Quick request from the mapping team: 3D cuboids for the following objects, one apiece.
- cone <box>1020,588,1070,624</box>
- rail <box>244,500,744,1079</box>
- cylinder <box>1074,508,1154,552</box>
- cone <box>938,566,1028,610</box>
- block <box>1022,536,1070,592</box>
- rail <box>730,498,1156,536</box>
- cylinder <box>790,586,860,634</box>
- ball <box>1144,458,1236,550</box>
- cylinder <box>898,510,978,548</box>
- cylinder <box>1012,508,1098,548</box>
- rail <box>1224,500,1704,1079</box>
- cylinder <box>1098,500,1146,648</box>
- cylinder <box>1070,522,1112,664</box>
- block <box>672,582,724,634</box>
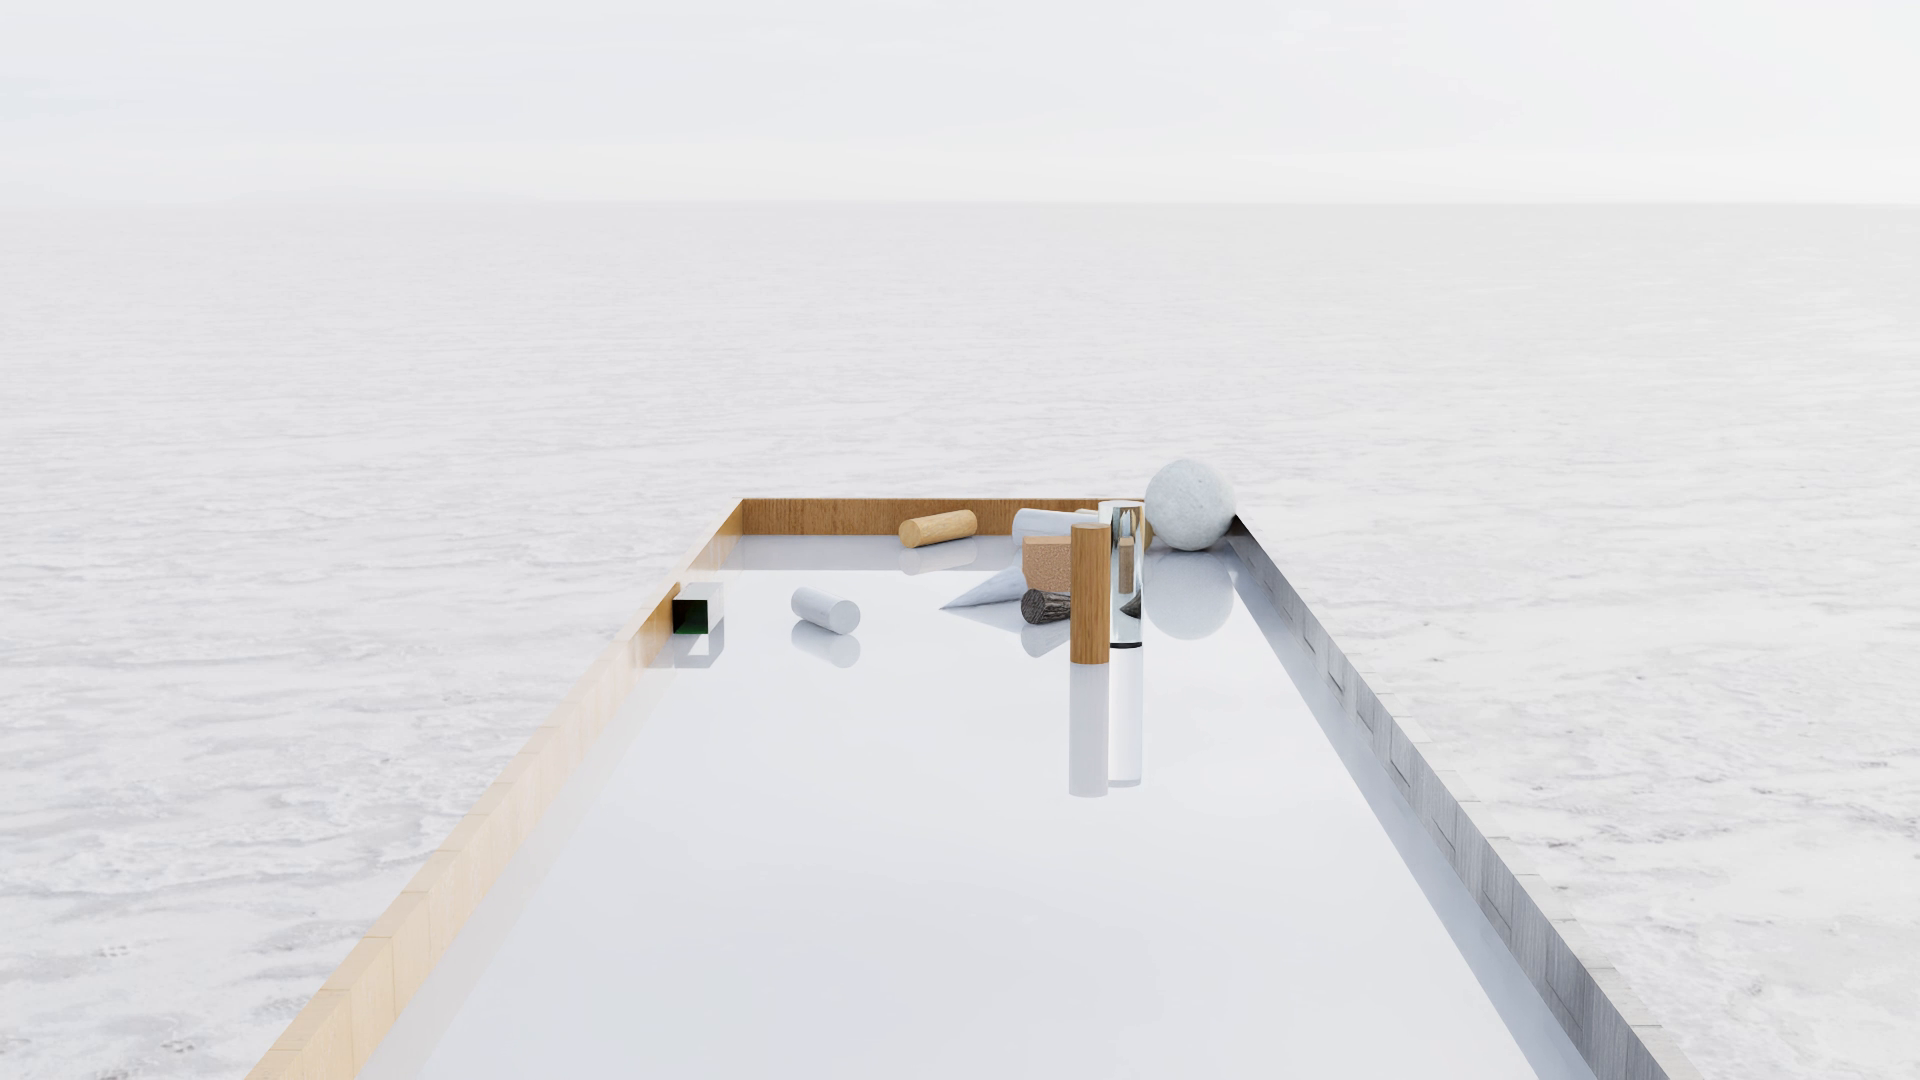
[{"bbox_3d":[0.409,0.224,7.411,0.458,0.116,0.116,2,6,-43],"label":"cone"},{"bbox_3d":[-1.004,0.839,3.234,0.050,0.150,12.000,0,9,1],"label":"rail"},{"bbox_3d":[0.601,-0.037,8.799,0.138,0.138,0.351,-7,11,-38],"label":"cylinder"},{"bbox_3d":[0.060,0.193,7.601,0.343,0.120,0.120,-18,17,-32],"label":"cone"},{"bbox_3d":[0.425,0.085,7.918,0.388,0.174,0.174,0,9,-3],"label":"block"},{"bbox_3d":[0.099,-0.098,9.147,2.100,0.150,0.050,0,9,1],"label":"rail"},{"bbox_3d":[-0.442,0.228,7.214,0.112,0.112,0.304,-5,10,-28],"label":"cylinder"},{"bbox_3d":[0.914,-0.141,8.734,0.366,0.366,0.366,0,9,0],"label":"ball"},{"bbox_3d":[-0.087,-0.048,8.946,0.114,0.114,0.373,7,11,37],"label":"cylinder"},{"bbox_3d":[0.416,-0.031,8.705,0.396,0.158,0.158,6,11,33],"label":"cylinder"},{"bbox_3d":[1.046,0.843,3.208,0.050,0.150,12.000,0,9,1],"label":"rail"},{"bbox_3d":[0.505,0.108,6.900,0.146,0.448,0.146,0,9,0],"label":"cylinder"},{"bbox_3d":[0.395,0.161,6.665,0.121,0.415,0.121,0,9,0],"label":"cylinder"},{"bbox_3d":[-0.860,0.223,7.242,0.113,0.113,0.319,0,9,3],"label":"block"}]
